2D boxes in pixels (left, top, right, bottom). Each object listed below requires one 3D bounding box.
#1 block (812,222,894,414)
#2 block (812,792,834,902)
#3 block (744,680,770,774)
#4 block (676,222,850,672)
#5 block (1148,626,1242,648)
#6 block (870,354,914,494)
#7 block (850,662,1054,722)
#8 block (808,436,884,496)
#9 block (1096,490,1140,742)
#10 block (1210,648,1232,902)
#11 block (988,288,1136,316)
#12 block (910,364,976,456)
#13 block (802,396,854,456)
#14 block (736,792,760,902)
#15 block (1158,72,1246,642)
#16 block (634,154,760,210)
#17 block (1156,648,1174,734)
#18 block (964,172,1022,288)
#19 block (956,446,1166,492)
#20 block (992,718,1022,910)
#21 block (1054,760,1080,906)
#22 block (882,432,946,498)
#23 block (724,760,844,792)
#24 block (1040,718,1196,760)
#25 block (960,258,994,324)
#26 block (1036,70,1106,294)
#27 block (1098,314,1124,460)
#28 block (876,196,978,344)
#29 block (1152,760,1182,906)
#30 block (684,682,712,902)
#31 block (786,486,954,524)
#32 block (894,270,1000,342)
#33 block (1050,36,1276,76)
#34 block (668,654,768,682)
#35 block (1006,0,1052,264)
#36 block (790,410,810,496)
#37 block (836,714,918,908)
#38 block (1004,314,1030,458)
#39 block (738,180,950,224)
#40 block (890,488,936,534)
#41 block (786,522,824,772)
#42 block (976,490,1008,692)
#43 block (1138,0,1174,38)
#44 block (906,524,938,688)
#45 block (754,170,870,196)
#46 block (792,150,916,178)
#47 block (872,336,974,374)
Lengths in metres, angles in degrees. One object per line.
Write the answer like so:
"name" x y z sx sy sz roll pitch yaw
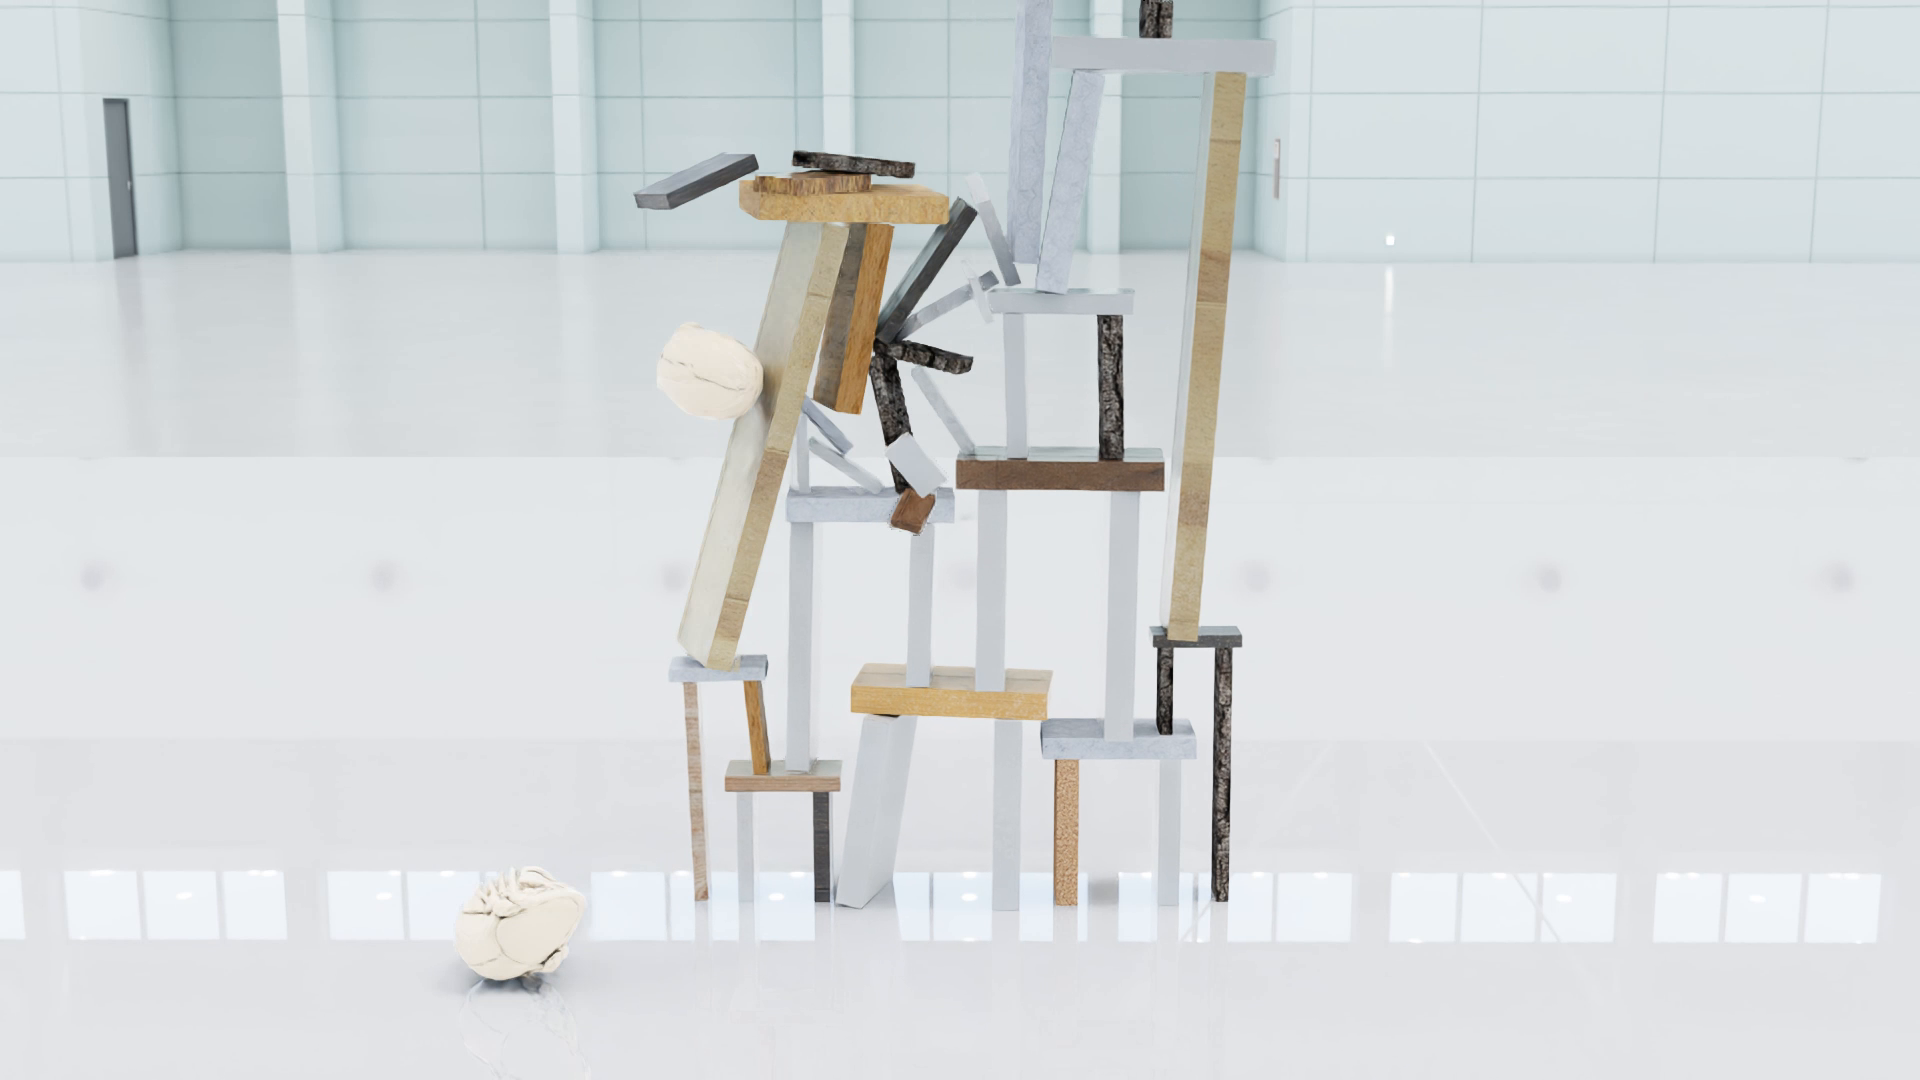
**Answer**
"block" -0.174 -0.364 3.551 0.043 0.304 0.152 8 8 -19
"block" -0.227 0.496 3.657 0.027 0.189 0.095 0 11 0
"block" -0.334 0.298 3.618 0.022 0.157 0.078 -5 11 0
"block" -0.321 -0.159 3.533 0.043 0.733 0.152 11 10 -28
"block" 0.383 0.158 3.587 0.145 0.021 0.072 0 10 -1
"block" -0.105 -0.191 3.565 0.022 0.225 0.078 -11 6 18
"block" -0.010 0.249 3.623 0.320 0.045 0.160 2 11 6
"block" -0.186 -0.121 3.545 0.133 0.019 0.067 34 3 -13
"block" 0.256 0.109 3.582 0.047 0.409 0.164 1 10 -1
"block" 0.432 0.379 3.628 0.021 0.430 0.072 -1 10 -1
"block" 0.163 -0.379 3.491 0.228 0.032 0.114 1 11 6
"block" -0.027 -0.211 3.535 0.022 0.156 0.078 -34 10 4
"block" -0.226 -0.193 3.567 0.019 0.133 0.067 -44 3 -5
"block" -0.353 0.496 3.656 0.027 0.189 0.095 0 11 0
"block" 0.384 -0.290 3.510 0.048 0.887 0.169 4 10 -1
"block" -0.404 -0.551 3.373 0.175 0.025 0.088 -32 28 -33
"block" 0.335 0.239 3.601 0.021 0.145 0.072 0 10 0
"block" 0.053 -0.494 3.508 0.024 0.171 0.085 -21 41 3
"block" 0.162 -0.116 3.542 0.329 0.047 0.164 1 11 3
"block" 0.077 0.433 3.637 0.045 0.320 0.160 1 11 1
"block" 0.176 0.467 3.650 0.035 0.249 0.125 0 11 0
"block" -0.069 -0.115 3.360 0.048 0.096 0.014 -38 22 5
"block" -0.290 0.390 3.638 0.189 0.027 0.095 0 11 0
"block" 0.259 0.327 3.624 0.249 0.035 0.125 0 11 0
"block" 0.026 -0.384 3.393 0.014 0.096 0.048 -23 46 0
"block" 0.172 -0.564 3.464 0.048 0.338 0.169 10 11 0
"block" 0.240 -0.250 3.510 0.032 0.228 0.114 -1 11 0
"block" -0.058 -0.429 3.503 0.024 0.253 0.086 32 10 -17
"block" 0.342 0.467 3.650 0.035 0.249 0.125 0 11 0
"block" -0.434 0.406 3.636 0.022 0.372 0.078 -2 11 -2
"block" -0.144 -0.058 3.561 0.268 0.038 0.134 0 10 -1
"block" -0.024 -0.377 3.543 0.171 0.024 0.086 -33 4 -32
"block" 0.310 -0.753 3.429 0.338 0.048 0.169 1 10 0
"block" -0.395 0.209 3.599 0.157 0.022 0.078 -1 13 -1
"block" 0.109 -0.683 3.449 0.040 0.474 0.142 0 22 -5
"block" -0.258 -0.143 3.532 0.019 0.133 0.067 -5 13 -13
"block" -0.135 0.431 3.640 0.045 0.320 0.160 12 13 15
"block" 0.090 -0.251 3.516 0.032 0.228 0.114 -1 10 3
"block" -0.186 -0.536 3.489 0.304 0.043 0.152 -2 16 -18
"block" -0.074 -0.046 3.444 0.048 0.014 0.096 15 34 6
"block" -0.255 0.161 3.625 0.038 0.417 0.134 2 10 3
"block" 0.051 0.067 3.583 0.047 0.328 0.164 1 11 0
"block" 0.308 -0.917 3.403 0.040 0.283 0.142 2 10 0
"block" -0.061 0.093 3.592 0.038 0.268 0.134 2 10 2
"block" -0.228 -0.555 3.413 0.088 0.025 0.176 12 17 35
"block" -0.170 -0.598 3.502 0.175 0.025 0.088 2 10 -25
"block" -0.064 -0.299 3.541 0.156 0.022 0.078 16 13 13
